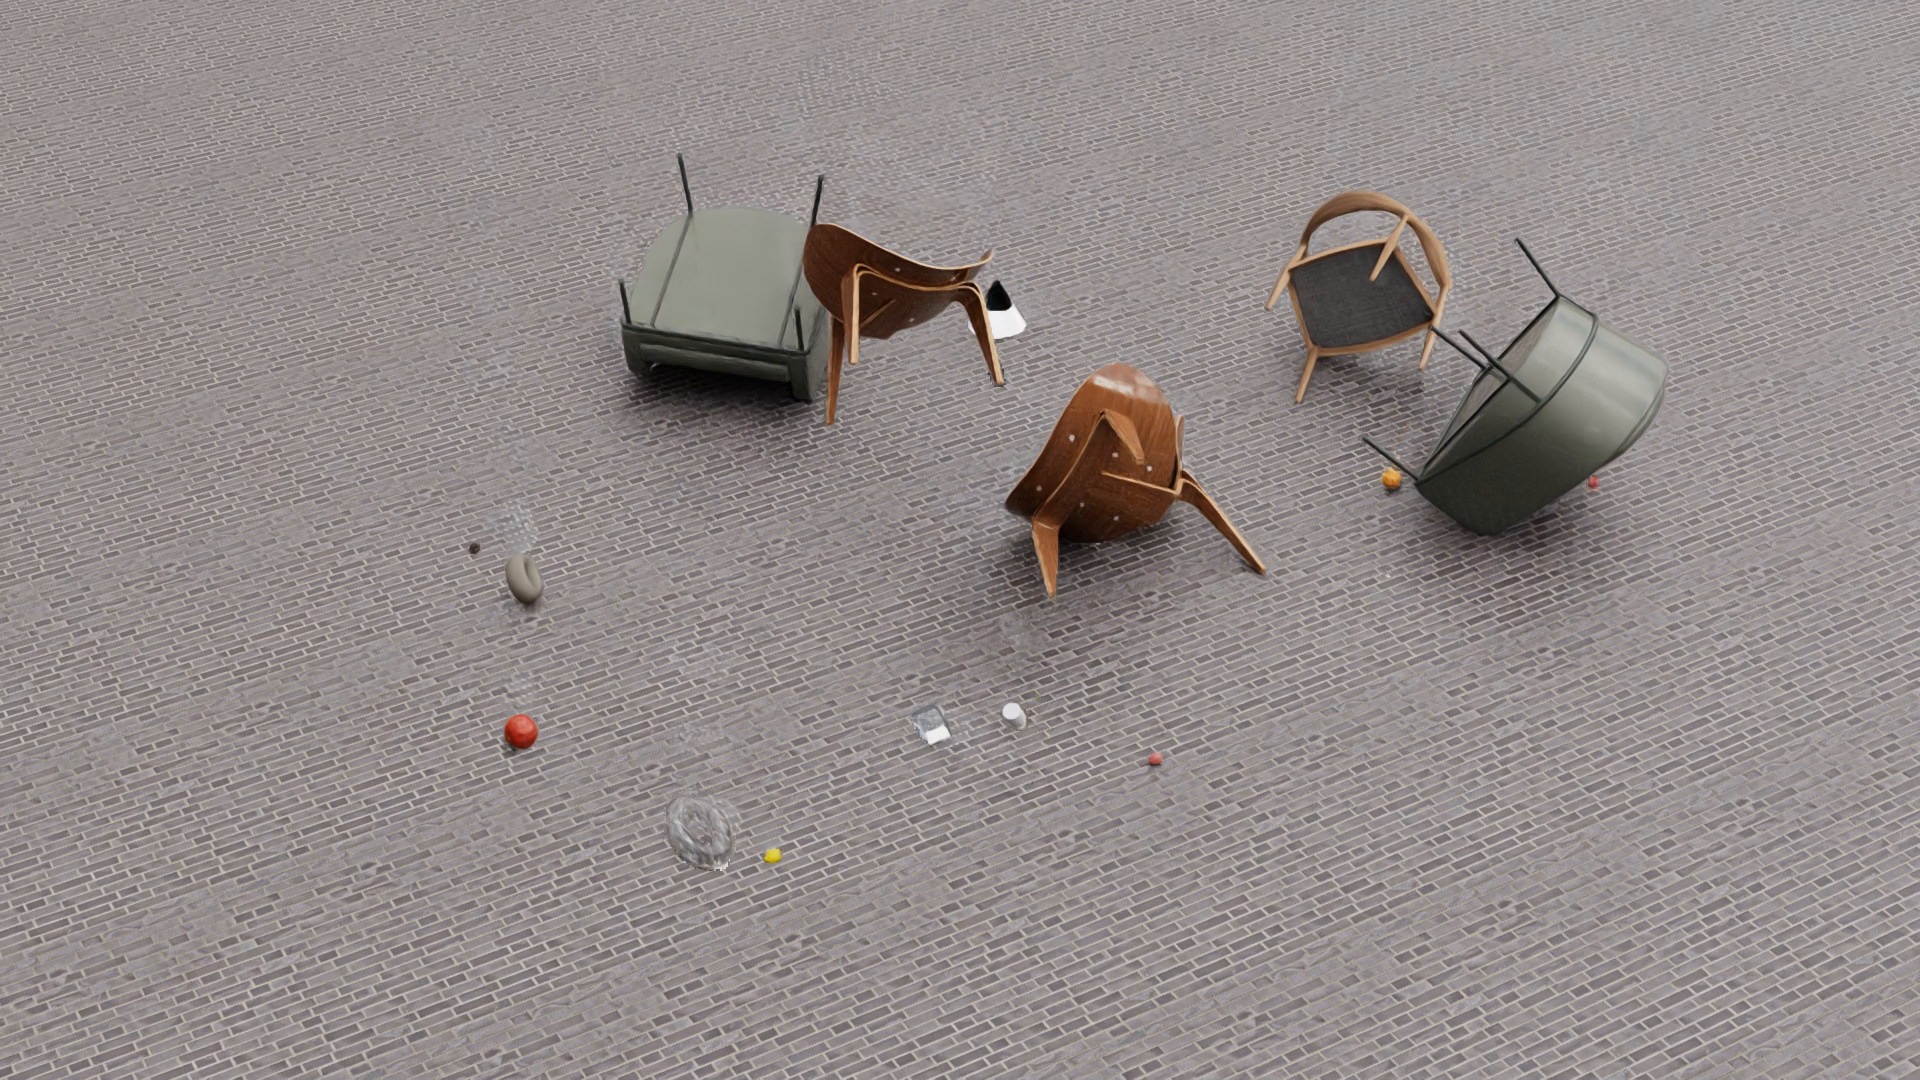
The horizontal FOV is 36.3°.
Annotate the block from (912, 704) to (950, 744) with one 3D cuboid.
[{"bbox_3d":[-0.096,0.622,9.916,0.081,0.055,0.125,-23,39,-12],"label":"block"}]

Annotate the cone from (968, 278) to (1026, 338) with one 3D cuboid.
[{"bbox_3d":[0.154,-0.998,12.256,0.248,0.223,0.230,-8,34,-12],"label":"cone"}]

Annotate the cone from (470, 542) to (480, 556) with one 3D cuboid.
[{"bbox_3d":[-1.807,0.026,10.886,0.036,0.050,0.065,28,4,-20],"label":"cone"}]

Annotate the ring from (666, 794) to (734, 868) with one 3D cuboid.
[{"bbox_3d":[-0.834,0.932,9.378,0.186,0.097,0.281,-32,66,-17],"label":"ring"}]

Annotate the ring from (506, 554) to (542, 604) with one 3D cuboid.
[{"bbox_3d":[-1.578,0.139,10.605,0.077,0.155,0.235,-31,38,12],"label":"ring"}]
